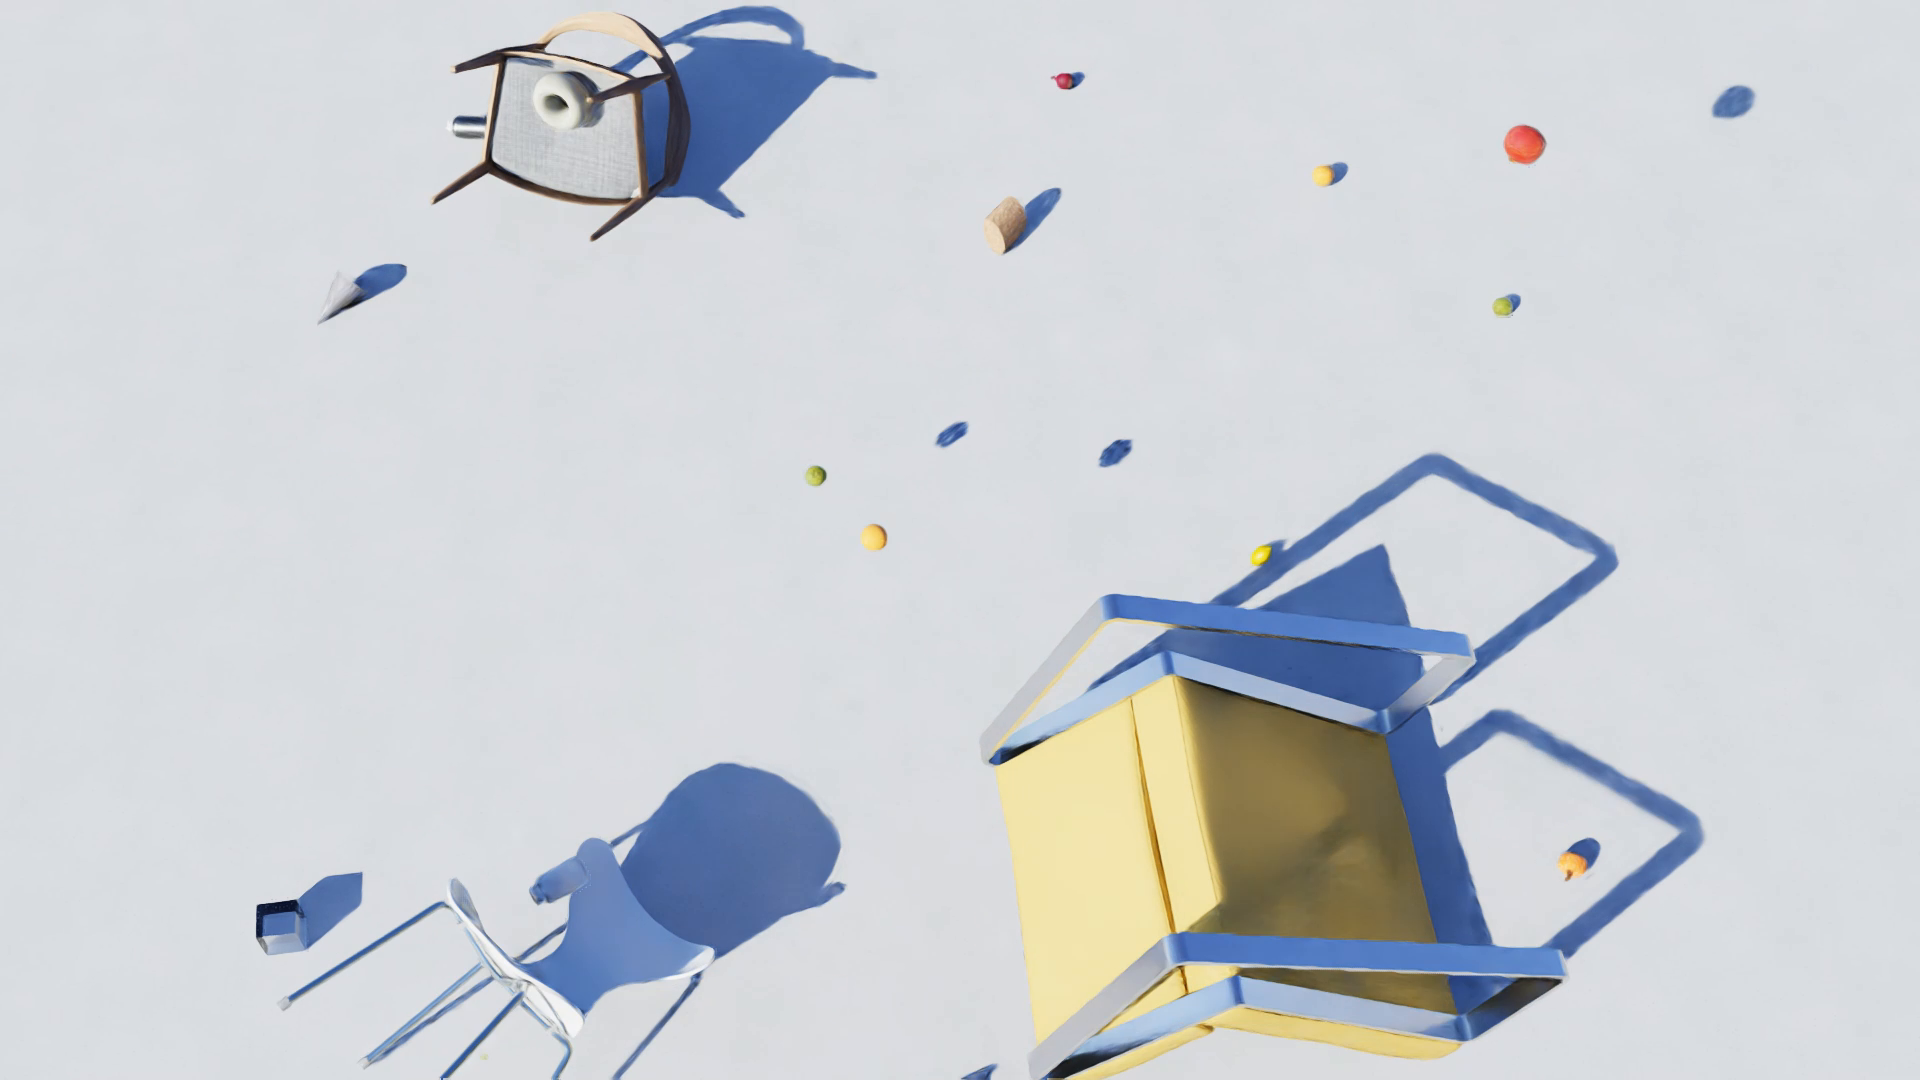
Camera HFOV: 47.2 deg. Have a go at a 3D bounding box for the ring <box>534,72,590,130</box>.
[{"bbox_3d":[-1.259,-1.389,6.954,0.180,0.191,0.096,-6,37,27],"label":"ring"}]

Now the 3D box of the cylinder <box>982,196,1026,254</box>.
[{"bbox_3d":[0.145,-1.028,7.176,0.083,0.149,0.128,22,58,31],"label":"cylinder"}]

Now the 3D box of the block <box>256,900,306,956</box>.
[{"bbox_3d":[-1.794,1.025,5.815,0.102,0.117,0.095,-7,56,-5],"label":"block"}]

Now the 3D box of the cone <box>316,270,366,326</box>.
[{"bbox_3d":[-2.004,-0.757,7.042,0.114,0.149,0.179,38,85,-7],"label":"cone"}]
